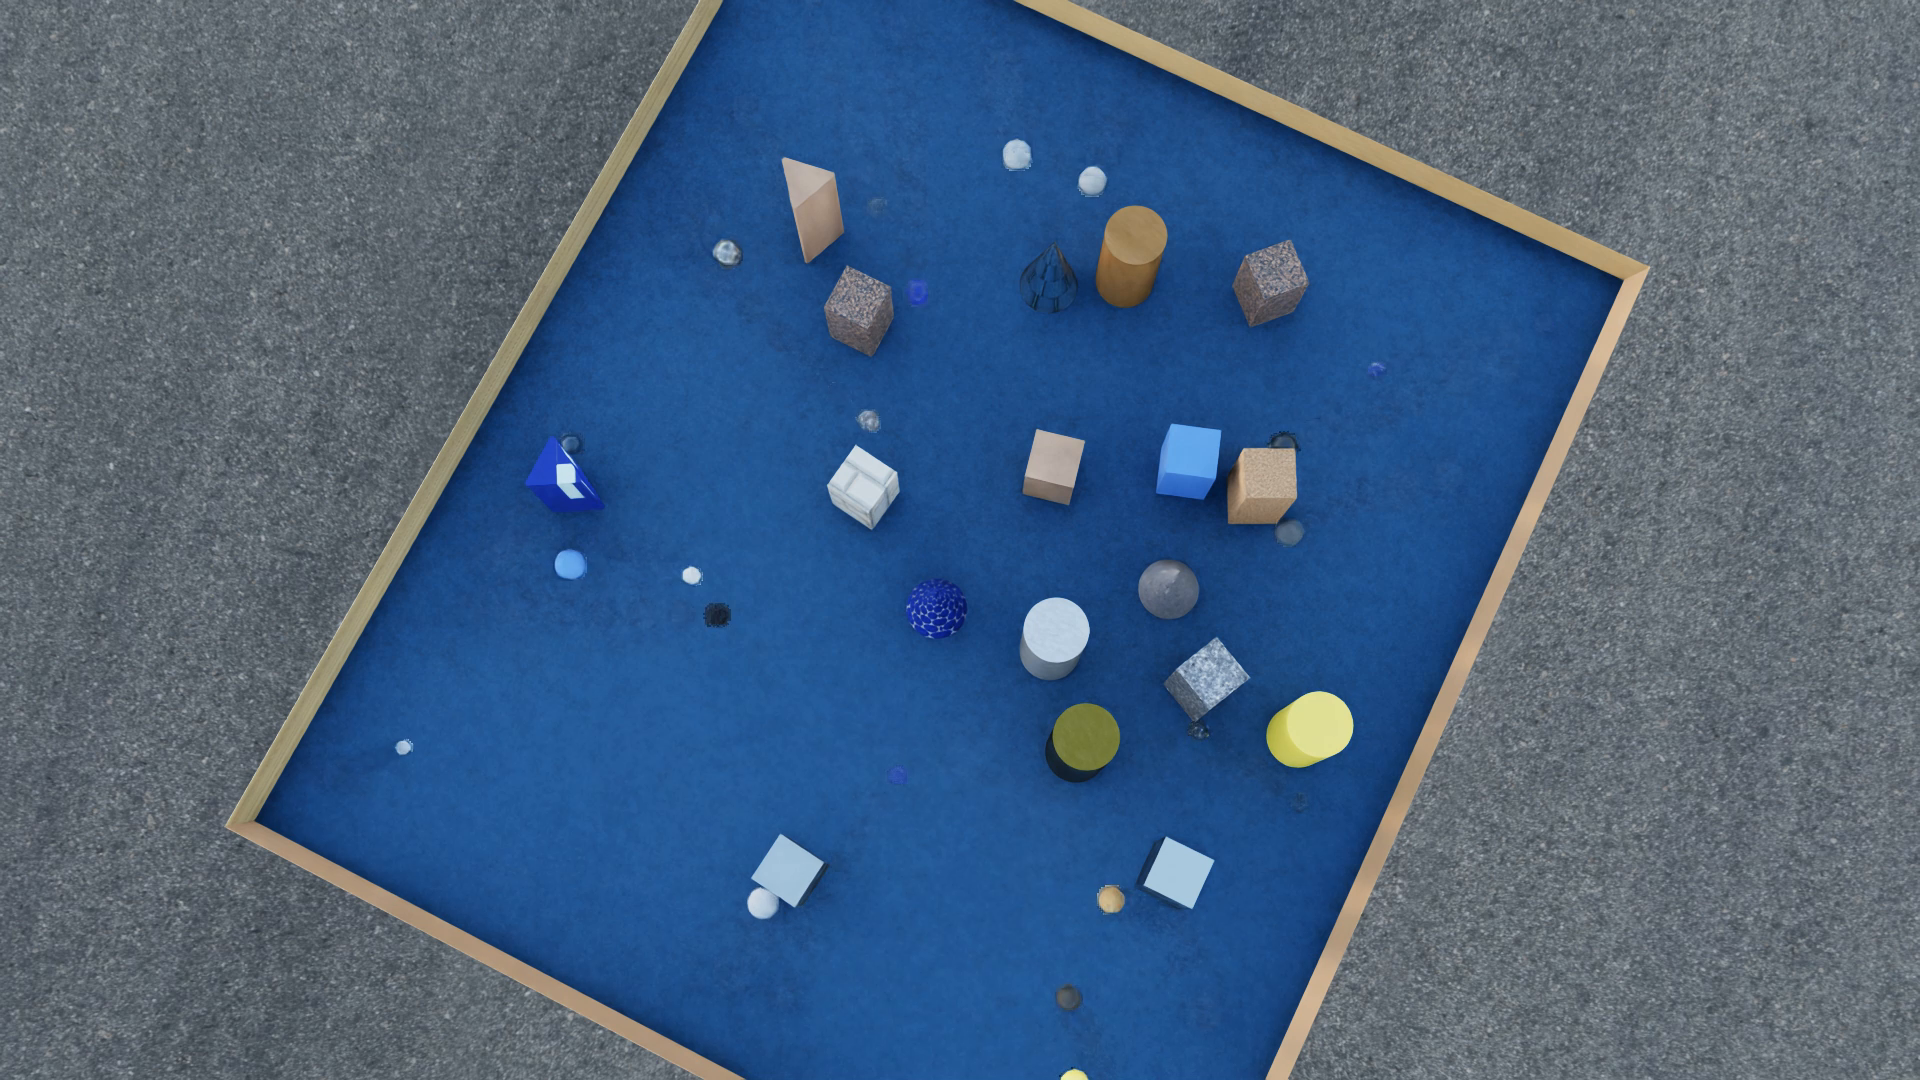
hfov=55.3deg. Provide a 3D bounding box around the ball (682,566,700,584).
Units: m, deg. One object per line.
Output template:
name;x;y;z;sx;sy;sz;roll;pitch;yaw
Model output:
ball;-0.816;0.108;5.567;0.053;0.053;0.053;0;78;0

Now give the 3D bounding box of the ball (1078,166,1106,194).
ball;0.420;-1.138;5.807;0.088;0.088;0.088;0;78;0

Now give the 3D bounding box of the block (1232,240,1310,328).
block;0.954;-0.787;5.641;0.148;0.270;0.148;-20;79;-4

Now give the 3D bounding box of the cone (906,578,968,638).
cone;-0.071;0.179;5.432;0.186;0.288;0.186;0;78;0

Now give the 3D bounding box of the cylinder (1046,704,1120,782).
cylinder;0.347;0.587;5.262;0.186;0.457;0.186;0;78;0

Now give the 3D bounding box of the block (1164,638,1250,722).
block;0.717;0.412;5.354;0.148;0.347;0.148;-37;81;-7

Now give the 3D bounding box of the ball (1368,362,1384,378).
ball;1.296;-0.529;5.701;0.048;0.048;0.048;0;78;0

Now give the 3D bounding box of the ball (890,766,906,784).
ball;-0.186;0.699;5.447;0.049;0.049;0.049;0;78;0

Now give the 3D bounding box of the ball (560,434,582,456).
ball;-1.196;-0.294;5.643;0.068;0.068;0.068;0;78;0

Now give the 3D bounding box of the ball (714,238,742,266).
ball;-0.731;-0.903;5.758;0.088;0.088;0.088;0;78;0

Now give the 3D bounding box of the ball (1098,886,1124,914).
ball;0.443;1.053;5.359;0.077;0.077;0.077;0;78;0

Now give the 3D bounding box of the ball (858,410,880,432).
ball;-0.282;-0.368;5.658;0.067;0.067;0.067;0;78;0

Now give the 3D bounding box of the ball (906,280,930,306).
ball;-0.133;-0.774;5.737;0.078;0.078;0.078;0;78;0

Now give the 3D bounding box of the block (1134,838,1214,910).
block;0.610;0.959;5.258;0.148;0.313;0.148;26;79;5

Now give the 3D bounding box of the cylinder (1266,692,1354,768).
cylinder;1.011;0.554;5.319;0.186;0.358;0.186;0;78;0

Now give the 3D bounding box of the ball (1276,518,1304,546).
ball;1.006;-0.025;5.580;0.083;0.083;0.083;0;78;0

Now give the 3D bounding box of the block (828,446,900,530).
block;-0.289;-0.155;5.523;0.148;0.245;0.148;34;80;7

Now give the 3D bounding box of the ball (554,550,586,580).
ball;-1.182;0.074;5.554;0.092;0.092;0.092;0;78;0

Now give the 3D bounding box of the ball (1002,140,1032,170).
ball;0.181;-1.225;5.823;0.093;0.093;0.093;0;78;0

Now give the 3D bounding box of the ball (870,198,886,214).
ball;-0.262;-1.059;5.810;0.050;0.050;0.050;0;78;0

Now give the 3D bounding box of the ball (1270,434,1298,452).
ball;0.995;-0.285;5.631;0.087;0.087;0.087;0;78;0

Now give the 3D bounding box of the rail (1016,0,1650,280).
rail;0.759;-1.481;5.860;3.055;0.121;0.045;26;80;5

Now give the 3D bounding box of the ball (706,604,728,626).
ball;-0.733;0.227;5.534;0.069;0.069;0.069;0;78;0

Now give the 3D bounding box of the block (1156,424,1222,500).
block;0.687;-0.234;5.525;0.148;0.273;0.148;8;78;2

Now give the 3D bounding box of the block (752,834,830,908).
block;-0.486;0.957;5.290;0.148;0.251;0.148;32;80;6

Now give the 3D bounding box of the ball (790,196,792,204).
ball;-0.498;-1.085;5.798;0.084;0.084;0.084;0;78;0

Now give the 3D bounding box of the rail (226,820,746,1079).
rail;-0.759;1.493;5.245;3.055;0.121;0.045;26;80;5

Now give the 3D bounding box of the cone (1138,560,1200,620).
cone;0.636;0.120;5.441;0.186;0.295;0.186;0;78;0

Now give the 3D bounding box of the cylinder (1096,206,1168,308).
cylinder;0.519;-0.861;5.597;0.186;0.387;0.186;0;78;0

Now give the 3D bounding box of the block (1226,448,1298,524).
block;0.897;-0.158;5.469;0.148;0.352;0.148;0;78;0

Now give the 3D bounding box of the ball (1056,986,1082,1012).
ball;0.315;1.327;5.304;0.073;0.073;0.073;0;78;0

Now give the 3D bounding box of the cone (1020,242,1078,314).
cone;0.280;-0.842;5.594;0.186;0.385;0.186;0;78;0

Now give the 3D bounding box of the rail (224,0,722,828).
rail;-1.345;-0.652;5.689;0.045;0.121;3.443;26;80;5

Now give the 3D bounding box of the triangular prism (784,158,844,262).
triangular prism;-0.473;-1.025;5.595;0.161;0.456;0.139;-42;81;-8

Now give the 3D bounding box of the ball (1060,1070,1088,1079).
ball;0.329;1.562;5.250;0.086;0.086;0.086;0;78;0

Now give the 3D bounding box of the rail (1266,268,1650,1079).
rail;1.345;0.665;5.416;0.045;0.121;3.443;26;80;5

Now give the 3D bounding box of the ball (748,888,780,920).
ball;-0.573;1.061;5.350;0.092;0.092;0.092;0;78;0

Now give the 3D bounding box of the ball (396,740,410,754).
ball;-1.661;0.619;5.466;0.043;0.043;0.043;0;78;0

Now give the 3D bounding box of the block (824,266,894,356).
block;-0.307;-0.698;5.616;0.148;0.283;0.148;27;80;5

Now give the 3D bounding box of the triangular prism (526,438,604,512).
triangular prism;-1.178;-0.197;5.475;0.161;0.357;0.139;-4;78;-1

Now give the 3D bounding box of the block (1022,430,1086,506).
block;0.282;-0.218;5.543;0.148;0.232;0.148;14;79;3

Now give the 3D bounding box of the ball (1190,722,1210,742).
ball;0.713;0.570;5.454;0.059;0.059;0.059;0;78;0

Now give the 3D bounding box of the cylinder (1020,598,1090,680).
cylinder;0.272;0.293;5.355;0.186;0.392;0.186;0;78;0
